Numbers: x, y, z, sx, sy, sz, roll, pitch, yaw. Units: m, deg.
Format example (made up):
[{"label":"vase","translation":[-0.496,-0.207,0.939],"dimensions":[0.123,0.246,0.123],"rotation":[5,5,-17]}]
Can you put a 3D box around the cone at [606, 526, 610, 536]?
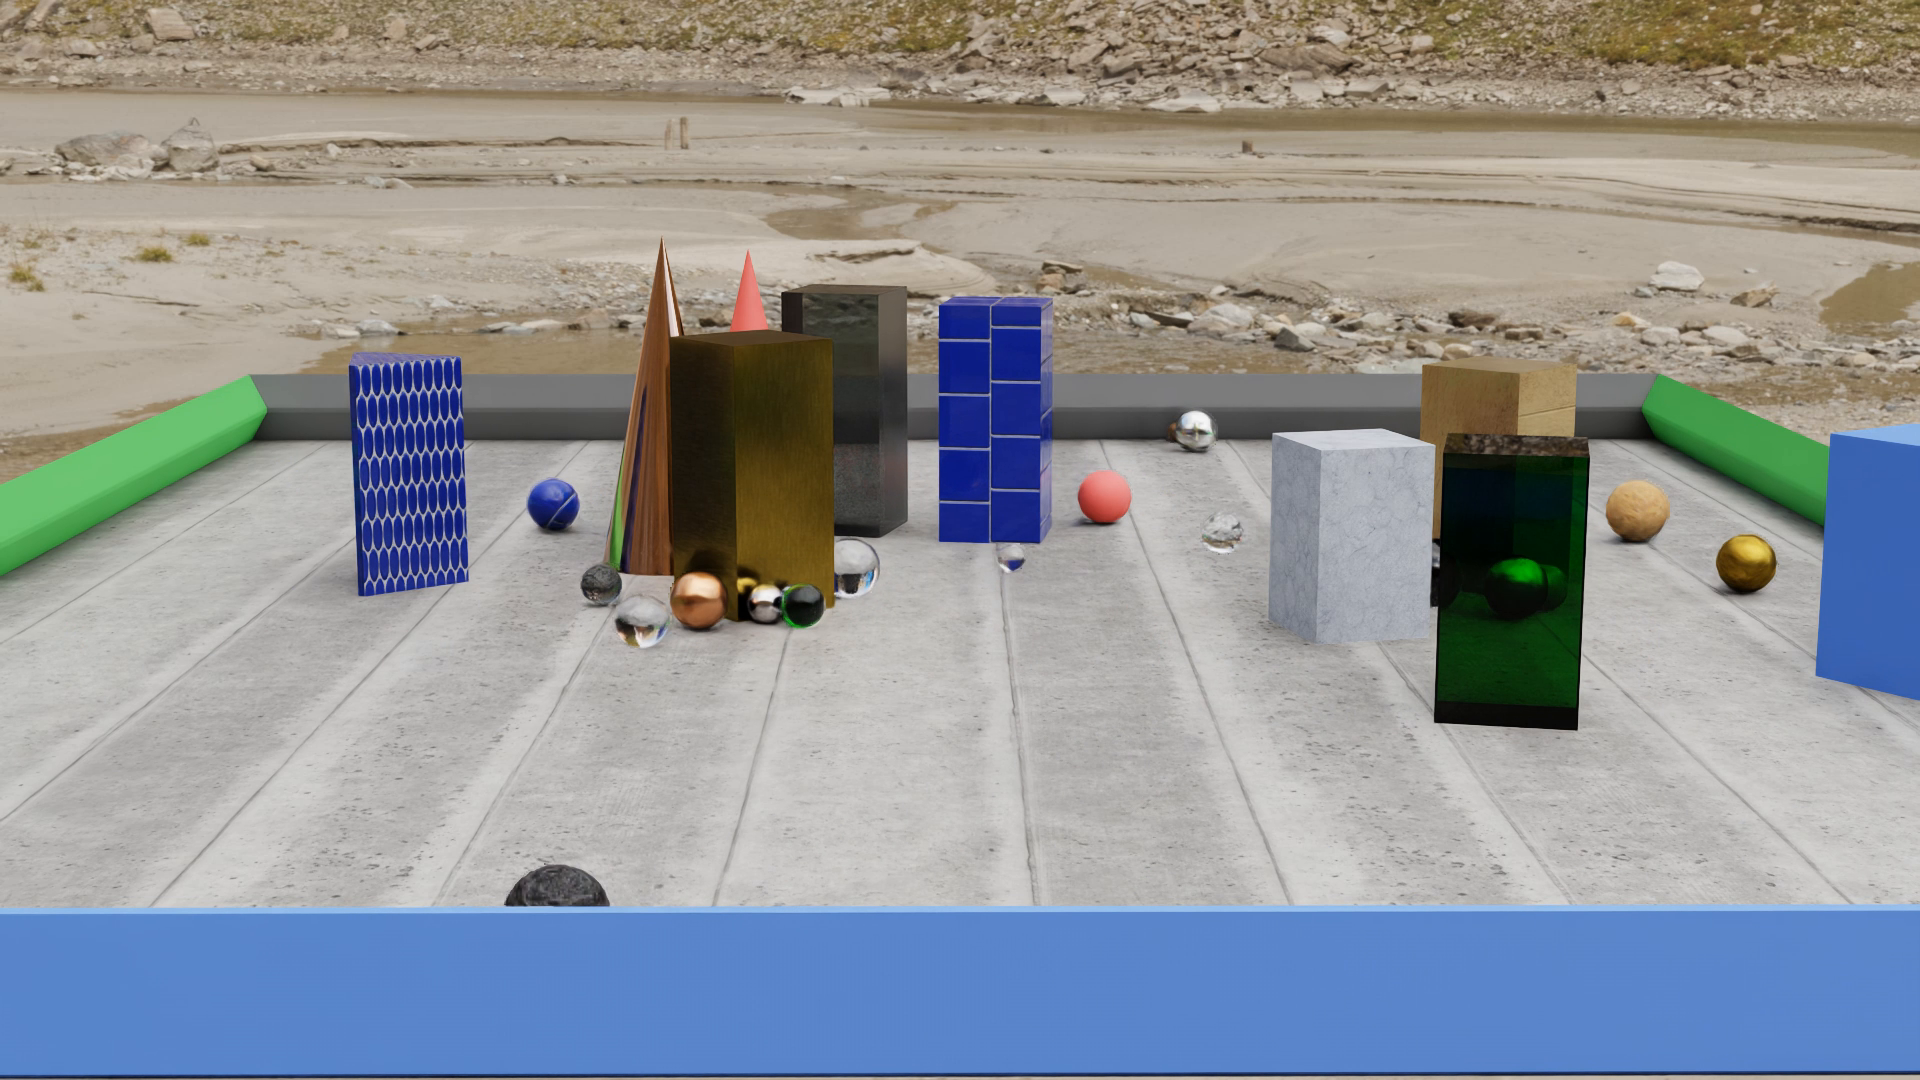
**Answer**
[{"label":"cone","translation":[-0.456,-0.186,3.997],"dimensions":[0.196,0.361,0.196],"rotation":[0,11,0]}]

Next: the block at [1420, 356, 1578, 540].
[{"label":"block","translation":[0.767,-0.099,3.672],"dimensions":[0.157,0.307,0.157],"rotation":[10,14,42]}]

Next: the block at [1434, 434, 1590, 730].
[{"label":"block","translation":[0.625,0.044,2.906],"dimensions":[0.157,0.306,0.157],"rotation":[2,11,12]}]

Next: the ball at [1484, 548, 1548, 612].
[{"label":"ball","translation":[0.750,0.053,3.460],"dimensions":[0.086,0.086,0.086],"rotation":[0,11,0]}]

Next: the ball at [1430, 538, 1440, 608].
[{"label":"ball","translation":[0.633,0.044,3.480],"dimensions":[0.096,0.096,0.096],"rotation":[0,11,0]}]

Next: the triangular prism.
[{"label":"triangular prism","translation":[-0.813,-0.100,3.639],"dimensions":[0.170,0.322,0.147],"rotation":[-9,14,-39]}]

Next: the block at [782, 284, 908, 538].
[{"label":"block","translation":[-0.180,-0.207,4.057],"dimensions":[0.157,0.379,0.157],"rotation":[3,11,15]}]

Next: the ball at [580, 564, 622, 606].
[{"label":"ball","translation":[-0.489,0.061,3.499],"dimensions":[0.056,0.056,0.056],"rotation":[0,11,0]}]

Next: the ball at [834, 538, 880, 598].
[{"label":"ball","translation":[-0.152,0.039,3.541],"dimensions":[0.084,0.084,0.084],"rotation":[0,11,0]}]

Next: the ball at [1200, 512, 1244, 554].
[{"label":"ball","translation":[0.395,-0.011,3.865],"dimensions":[0.063,0.063,0.063],"rotation":[0,11,0]}]

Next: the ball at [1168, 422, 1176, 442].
[{"label":"ball","translation":[0.425,-0.210,5.002],"dimensions":[0.041,0.041,0.041],"rotation":[0,11,0]}]

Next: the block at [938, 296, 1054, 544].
[{"label":"block","translation":[0.057,-0.189,3.997],"dimensions":[0.157,0.366,0.157],"rotation":[2,11,8]}]

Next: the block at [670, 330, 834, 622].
[{"label":"block","translation":[-0.280,-0.091,3.468],"dimensions":[0.157,0.366,0.157],"rotation":[-8,13,-37]}]

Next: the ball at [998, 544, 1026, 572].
[{"label":"ball","translation":[0.075,0.026,3.730],"dimensions":[0.041,0.041,0.041],"rotation":[0,11,0]}]

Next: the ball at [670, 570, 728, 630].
[{"label":"ball","translation":[-0.340,0.078,3.348],"dimensions":[0.076,0.076,0.076],"rotation":[0,11,0]}]

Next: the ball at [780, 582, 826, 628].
[{"label":"ball","translation":[-0.205,0.085,3.359],"dimensions":[0.059,0.059,0.059],"rotation":[0,11,0]}]

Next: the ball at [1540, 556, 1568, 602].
[{"label":"ball","translation":[0.802,0.054,3.515],"dimensions":[0.063,0.063,0.063],"rotation":[0,11,0]}]

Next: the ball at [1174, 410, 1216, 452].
[{"label":"ball","translation":[0.448,-0.207,4.881],"dimensions":[0.079,0.079,0.079],"rotation":[0,11,0]}]

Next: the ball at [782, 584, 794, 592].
[{"label":"ball","translation":[-0.218,0.081,3.418],"dimensions":[0.046,0.046,0.046],"rotation":[0,11,0]}]

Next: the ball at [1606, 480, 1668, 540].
[{"label":"ball","translation":[1.047,-0.045,3.970],"dimensions":[0.094,0.094,0.094],"rotation":[0,11,0]}]

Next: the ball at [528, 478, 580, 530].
[{"label":"ball","translation":[-0.642,-0.056,4.057],"dimensions":[0.082,0.082,0.082],"rotation":[0,11,0]}]

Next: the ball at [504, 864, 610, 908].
[{"label":"ball","translation":[-0.327,0.307,2.081],"dimensions":[0.088,0.088,0.088],"rotation":[0,11,0]}]

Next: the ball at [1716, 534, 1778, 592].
[{"label":"ball","translation":[1.098,0.033,3.582],"dimensions":[0.081,0.081,0.081],"rotation":[0,11,0]}]

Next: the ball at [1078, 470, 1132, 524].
[{"label":"ball","translation":[0.233,-0.069,4.120],"dimensions":[0.086,0.086,0.086],"rotation":[0,11,0]}]

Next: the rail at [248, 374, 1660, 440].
[{"label":"rail","translation":[-0.009,-0.258,5.017],"dimensions":[2.769,0.127,0.045],"rotation":[0,11,0]}]

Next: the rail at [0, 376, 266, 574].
[{"label":"rail","translation":[-1.361,0.034,3.441],"dimensions":[0.045,0.127,3.238],"rotation":[0,11,0]}]

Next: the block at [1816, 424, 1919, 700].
[{"label":"block","translation":[1.141,0.023,3.047],"dimensions":[0.157,0.296,0.157],"rotation":[-7,12,-33]}]

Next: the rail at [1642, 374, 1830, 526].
[{"label":"rail","translation":[1.361,0.031,3.457],"dimensions":[0.045,0.127,3.238],"rotation":[0,11,0]}]

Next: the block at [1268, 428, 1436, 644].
[{"label":"block","translation":[0.507,-0.007,3.335],"dimensions":[0.157,0.250,0.157],"rotation":[-3,11,-16]}]

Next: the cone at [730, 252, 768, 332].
[{"label":"cone","translation":[-0.365,-0.299,4.456],"dimensions":[0.196,0.415,0.196],"rotation":[0,11,0]}]

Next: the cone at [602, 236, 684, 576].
[{"label":"cone","translation":[-0.431,-0.205,3.754],"dimensions":[0.196,0.486,0.196],"rotation":[0,11,0]}]

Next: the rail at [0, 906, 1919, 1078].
[{"label":"rail","translation":[0.009,0.324,1.880],"dimensions":[2.769,0.127,0.045],"rotation":[0,11,0]}]

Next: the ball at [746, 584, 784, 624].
[{"label":"ball","translation":[-0.255,0.084,3.385],"dimensions":[0.053,0.053,0.053],"rotation":[0,11,0]}]

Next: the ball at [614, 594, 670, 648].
[{"label":"ball","translation":[-0.402,0.102,3.242],"dimensions":[0.068,0.068,0.068],"rotation":[0,11,0]}]
